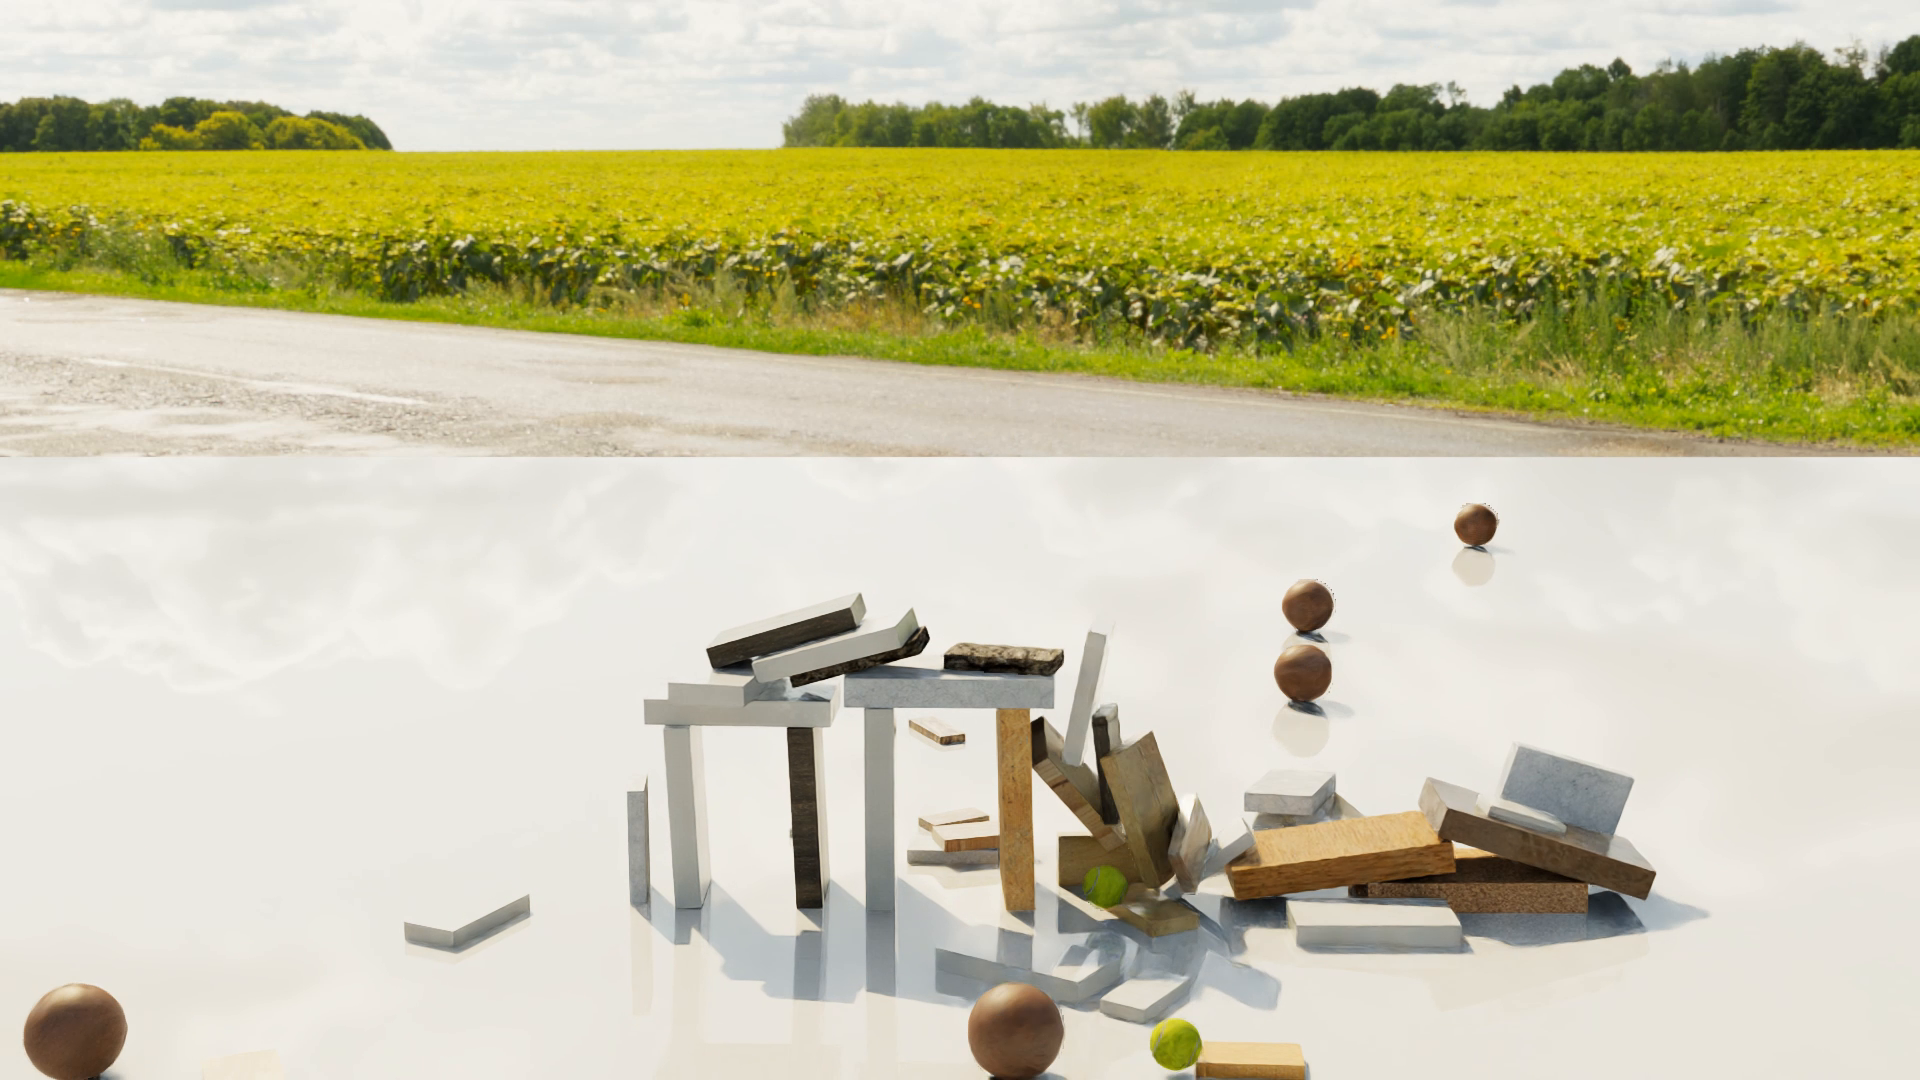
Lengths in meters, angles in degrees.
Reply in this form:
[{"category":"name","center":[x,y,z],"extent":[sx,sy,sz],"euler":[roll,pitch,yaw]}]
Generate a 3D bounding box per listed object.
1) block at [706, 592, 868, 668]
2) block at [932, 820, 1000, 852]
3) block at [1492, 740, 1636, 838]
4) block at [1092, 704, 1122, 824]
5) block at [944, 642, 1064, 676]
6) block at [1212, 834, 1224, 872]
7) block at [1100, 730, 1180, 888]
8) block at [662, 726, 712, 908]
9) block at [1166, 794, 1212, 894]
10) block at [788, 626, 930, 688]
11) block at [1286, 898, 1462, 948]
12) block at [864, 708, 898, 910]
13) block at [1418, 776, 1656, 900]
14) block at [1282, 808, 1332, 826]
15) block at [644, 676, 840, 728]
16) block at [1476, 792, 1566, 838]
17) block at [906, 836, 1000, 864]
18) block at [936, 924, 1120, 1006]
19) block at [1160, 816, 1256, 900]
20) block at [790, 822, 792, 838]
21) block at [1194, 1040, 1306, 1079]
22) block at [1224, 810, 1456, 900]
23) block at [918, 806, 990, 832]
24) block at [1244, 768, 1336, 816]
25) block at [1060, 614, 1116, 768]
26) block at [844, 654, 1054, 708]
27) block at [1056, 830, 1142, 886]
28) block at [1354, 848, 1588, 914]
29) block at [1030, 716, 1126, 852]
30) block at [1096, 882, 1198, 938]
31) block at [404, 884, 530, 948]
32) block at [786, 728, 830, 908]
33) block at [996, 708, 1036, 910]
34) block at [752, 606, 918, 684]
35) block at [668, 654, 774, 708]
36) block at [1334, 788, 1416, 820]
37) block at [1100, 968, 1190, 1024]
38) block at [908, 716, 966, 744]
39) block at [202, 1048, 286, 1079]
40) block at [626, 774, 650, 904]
[{"category":"block","center":[-0.287,0.149,3.648],"extent":[0.251,0.036,0.126],"euler":[-16,9,8]},{"category":"block","center":[0.038,0.519,3.865],"extent":[0.159,0.023,0.080],"euler":[-3,11,-16]},{"category":"block","center":[1.016,0.419,3.706],"extent":[0.214,0.107,0.030],"euler":[16,10,-8]},{"category":"block","center":[0.248,0.369,3.635],"extent":[0.026,0.181,0.090],"euler":[-5,8,16]},{"category":"block","center":[0.072,0.194,3.592],"extent":[0.181,0.026,0.090],"euler":[3,10,14]},{"category":"block","center":[0.455,0.544,3.831],"extent":[0.426,0.030,0.107],"euler":[-1,11,-4]},{"category":"block","center":[0.310,0.440,3.604],"extent":[0.032,0.229,0.114],"euler":[-14,9,41]},{"category":"block","center":[-0.451,0.440,3.644],"extent":[0.043,0.303,0.152],"euler":[-2,11,0]},{"category":"block","center":[0.377,0.496,3.602],"extent":[0.023,0.080,0.159],"euler":[-13,26,24]},{"category":"block","center":[-0.164,0.190,3.592],"extent":[0.222,0.026,0.090],"euler":[-16,10,13]},{"category":"block","center":[0.653,0.606,3.487],"extent":[0.255,0.035,0.125],"euler":[0,11,0]},{"category":"block","center":[-0.130,0.423,3.640],"extent":[0.048,0.339,0.170],"euler":[0,11,0]},{"category":"block","center":[0.953,0.493,3.651],"extent":[0.358,0.051,0.179],"euler":[17,10,-2]},{"category":"block","center":[0.639,0.513,4.029],"extent":[0.067,0.019,0.133],"euler":[-1,11,-5]},{"category":"block","center":[-0.356,0.266,3.625],"extent":[0.303,0.043,0.152],"euler":[1,11,3]},{"category":"block","center":[0.924,0.453,3.620],"extent":[0.133,0.019,0.067],"euler":[17,10,-6]},{"category":"block","center":[-0.011,0.543,3.859],"extent":[0.159,0.023,0.080],"euler":[1,11,3]},{"category":"block","center":[0.101,0.637,3.316],"extent":[0.250,0.035,0.125],"euler":[7,13,33]},{"category":"block","center":[0.409,0.530,3.653],"extent":[0.173,0.024,0.086],"euler":[-37,8,6]},{"category":"block","center":[-0.278,0.517,4.015],"extent":[0.058,0.017,0.117],"euler":[0,11,0]},{"category":"block","center":[0.392,0.706,2.986],"extent":[0.145,0.021,0.072],"euler":[1,11,3]},{"category":"block","center":[0.623,0.521,3.653],"extent":[0.358,0.051,0.179],"euler":[-8,10,1]},{"category":"block","center":[-0.011,0.514,4.032],"extent":[0.117,0.017,0.059],"euler":[-6,12,-31]},{"category":"block","center":[0.621,0.472,4.126],"extent":[0.125,0.035,0.250],"euler":[1,5,20]},{"category":"block","center":[0.211,0.246,3.612],"extent":[0.032,0.229,0.114],"euler":[13,15,9]},{"category":"block","center":[-0.014,0.231,3.608],"extent":[0.339,0.048,0.170],"euler":[0,11,2]},{"category":"block","center":[0.251,0.536,3.721],"extent":[0.173,0.086,0.024],"euler":[-1,11,-6]},{"category":"block","center":[0.841,0.566,3.660],"extent":[0.358,0.051,0.179],"euler":[0,11,0]},{"category":"block","center":[0.193,0.406,3.652],"extent":[0.032,0.229,0.114],"euler":[-32,29,17]},{"category":"block","center":[0.302,0.598,3.560],"extent":[0.086,0.024,0.173],"euler":[-5,12,-27]},{"category":"block","center":[-0.789,0.602,3.527],"extent":[0.097,0.027,0.194],"euler":[5,12,26]},{"category":"block","center":[-0.250,0.439,3.645],"extent":[0.043,0.303,0.152],"euler":[-2,10,2]},{"category":"block","center":[0.091,0.422,3.640],"extent":[0.048,0.339,0.170],"euler":[-2,11,-1]},{"category":"block","center":[-0.202,0.171,3.585],"extent":[0.251,0.036,0.126],"euler":[-15,10,15]},{"category":"block","center":[-0.381,0.225,3.631],"extent":[0.126,0.036,0.251],"euler":[2,11,11]},{"category":"block","center":[0.777,0.504,4.048],"extent":[0.107,0.030,0.214],"euler":[-2,11,-11]},{"category":"block","center":[0.271,0.664,3.212],"extent":[0.072,0.021,0.145],"euler":[7,13,33]},{"category":"block","center":[-0.049,0.401,4.641],"extent":[0.059,0.017,0.156],"euler":[-5,12,-26]},{"category":"block","center":[-0.934,0.722,2.880],"extent":[0.097,0.027,0.194],"euler":[-5,11,-23]},{"category":"block","center":[-0.533,0.495,3.648],"extent":[0.027,0.194,0.097],"euler":[-1,11,-4]}]
